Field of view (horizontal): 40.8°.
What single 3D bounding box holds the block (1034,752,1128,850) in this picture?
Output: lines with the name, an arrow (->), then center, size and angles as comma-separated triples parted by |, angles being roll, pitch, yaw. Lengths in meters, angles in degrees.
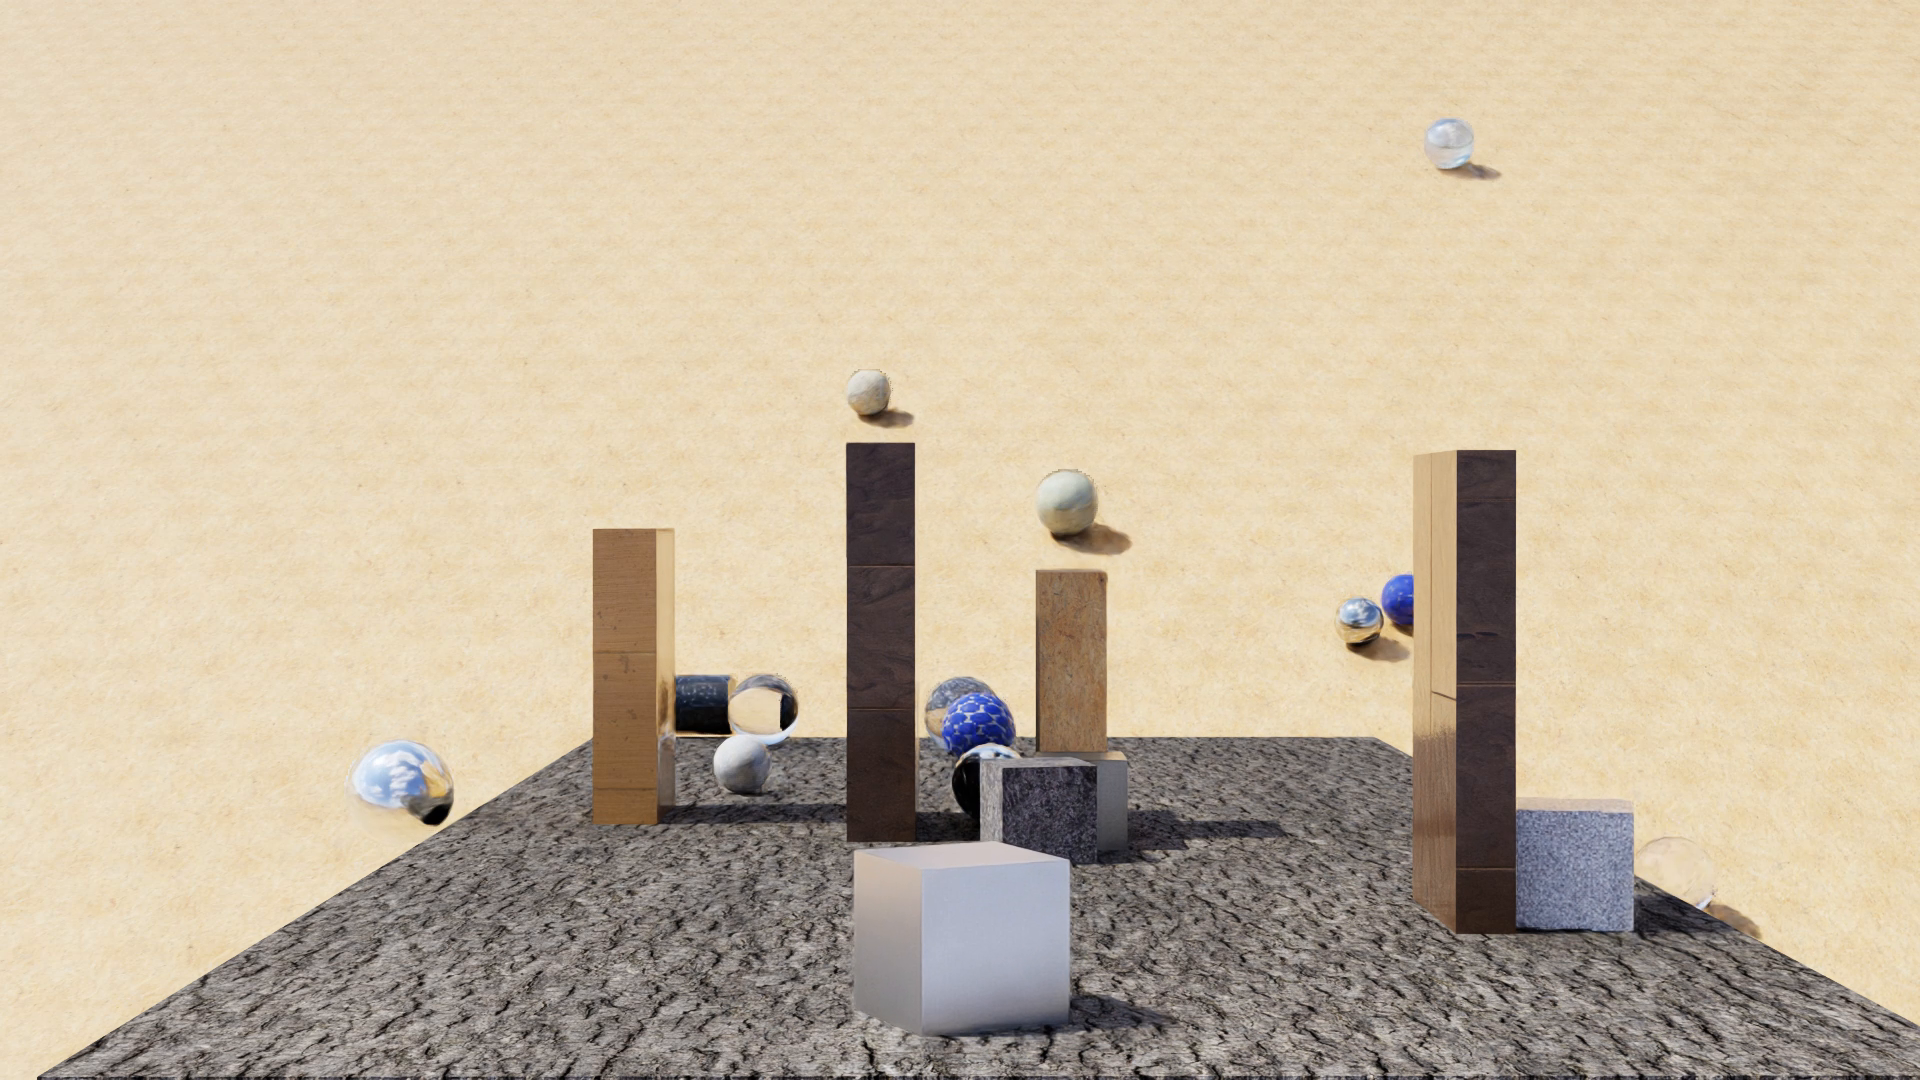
block -> 0.207, 0.448, 4.451 | 0.153, 0.153, 0.153 | 0, 1, 0

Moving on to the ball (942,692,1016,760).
ball -> 0.042, 0.428, 5.854 | 0.167, 0.167, 0.167 | 0, 28, 0

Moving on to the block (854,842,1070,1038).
block -> 0.000, 0.448, 2.932 | 0.182, 0.182, 0.182 | 0, 1, -26

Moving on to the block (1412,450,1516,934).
block -> 0.711, 0.204, 3.662 | 0.081, 0.656, 0.332 | 0, 1, 0

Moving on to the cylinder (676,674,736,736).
cylinder -> -0.662, 0.423, 6.647 | 0.155, 0.155, 0.155 | -2, 28, 4

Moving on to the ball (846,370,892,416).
ball -> -0.300, -0.483, 8.471 | 0.149, 0.149, 0.149 | 0, 28, 0

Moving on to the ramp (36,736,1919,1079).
ramp -> 0.064, 0.573, 4.616 | 2.000, 0.100, 4.000 | 0, 1, 0

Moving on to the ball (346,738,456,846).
ball -> -1.060, 0.478, 4.899 | 0.202, 0.202, 0.202 | 0, 28, 0

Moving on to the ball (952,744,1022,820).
ball -> 0.058, 0.449, 4.780 | 0.146, 0.146, 0.146 | 0, 28, 0

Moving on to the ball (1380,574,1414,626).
ball -> 1.257, 0.167, 7.270 | 0.147, 0.147, 0.147 | 0, 28, 0

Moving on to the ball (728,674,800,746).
ball -> -0.483, 0.418, 6.365 | 0.177, 0.177, 0.177 | 0, 28, 0

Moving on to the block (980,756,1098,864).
block -> 0.129, 0.447, 4.279 | 0.159, 0.159, 0.159 | 0, 1, -12

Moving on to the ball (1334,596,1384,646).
ball -> 1.107, 0.225, 7.173 | 0.137, 0.137, 0.137 | 0, 28, 0

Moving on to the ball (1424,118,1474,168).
ball -> 1.988, -1.612, 10.500 | 0.206, 0.206, 0.206 | 0, 28, 0

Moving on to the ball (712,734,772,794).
ball -> -0.445, 0.458, 5.282 | 0.119, 0.119, 0.119 | 0, 28, 0

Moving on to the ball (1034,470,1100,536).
ball -> 0.320, -0.111, 7.736 | 0.194, 0.194, 0.194 | 0, 28, 0

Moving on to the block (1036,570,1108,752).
block -> 0.198, 0.289, 4.650 | 0.118, 0.468, 0.248 | 0, 1, 0

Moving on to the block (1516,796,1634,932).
block -> 0.859, 0.452, 3.621 | 0.162, 0.162, 0.162 | 0, 1, 14

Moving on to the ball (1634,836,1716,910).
ball -> 1.673, 0.792, 6.062 | 0.196, 0.196, 0.196 | 0, 28, 0

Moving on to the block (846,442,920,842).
block -> -0.138, 0.176, 4.709 | 0.119, 0.694, 0.445 | 0, 1, 0

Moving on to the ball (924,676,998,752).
ball -> 0.008, 0.415, 6.114 | 0.187, 0.187, 0.187 | 0, 28, 0

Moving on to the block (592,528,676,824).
block -> -0.616, 0.249, 4.900 | 0.118, 0.543, 0.308 | 0, 1, 0
